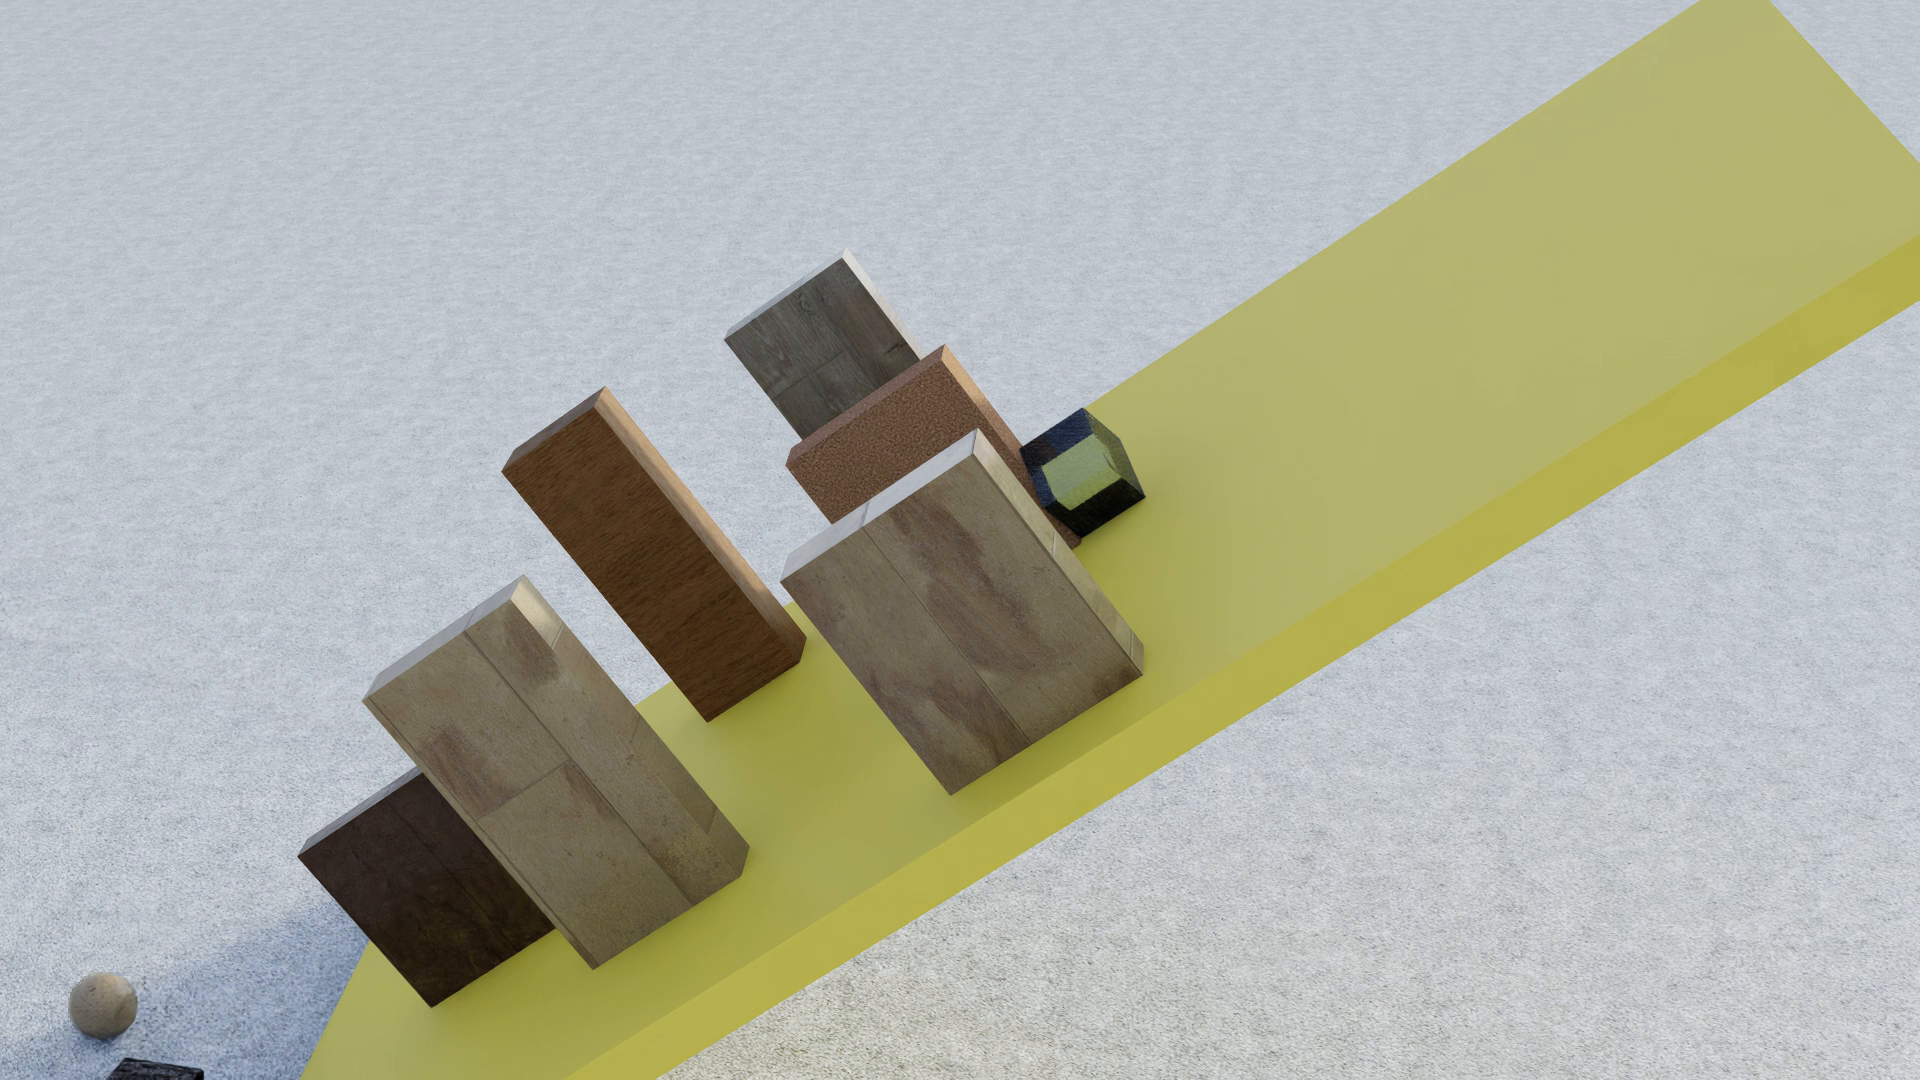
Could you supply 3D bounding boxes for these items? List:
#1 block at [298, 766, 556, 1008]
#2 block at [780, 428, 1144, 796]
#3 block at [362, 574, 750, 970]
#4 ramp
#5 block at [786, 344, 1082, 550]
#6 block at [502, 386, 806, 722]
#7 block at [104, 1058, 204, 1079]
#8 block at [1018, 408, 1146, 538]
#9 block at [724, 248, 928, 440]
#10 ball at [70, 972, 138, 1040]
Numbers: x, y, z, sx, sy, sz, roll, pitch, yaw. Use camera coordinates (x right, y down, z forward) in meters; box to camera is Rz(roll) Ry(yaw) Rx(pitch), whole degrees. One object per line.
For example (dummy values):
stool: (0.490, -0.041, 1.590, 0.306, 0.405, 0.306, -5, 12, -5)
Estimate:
block: (-1.149, 0.746, 6.470, 0.402, 0.460, 0.082, -33, 16, 16)
block: (0.007, 0.139, 5.504, 0.444, 0.534, 0.136, -33, 16, 16)
block: (-0.814, 0.477, 5.969, 0.390, 0.741, 0.130, -33, 16, 16)
ramp: (0.132, 0.176, 6.313, 4.000, 0.100, 2.000, -33, 16, 16)
block: (-0.054, -0.096, 6.363, 0.417, 0.509, 0.109, -33, 16, 16)
block: (-0.715, 0.038, 6.940, 0.279, 0.780, 0.148, -33, 16, 16)
block: (-1.810, 1.297, 6.550, 0.190, 0.190, 0.190, 6, 23, 13)
block: (0.262, -0.144, 6.311, 0.168, 0.168, 0.168, -33, 53, 16)
block: (-0.200, -0.305, 6.928, 0.347, 0.702, 0.084, -33, 16, 16)
ball: (-2.050, 1.116, 7.043, 0.158, 0.158, 0.158, 0, 22, 0)
